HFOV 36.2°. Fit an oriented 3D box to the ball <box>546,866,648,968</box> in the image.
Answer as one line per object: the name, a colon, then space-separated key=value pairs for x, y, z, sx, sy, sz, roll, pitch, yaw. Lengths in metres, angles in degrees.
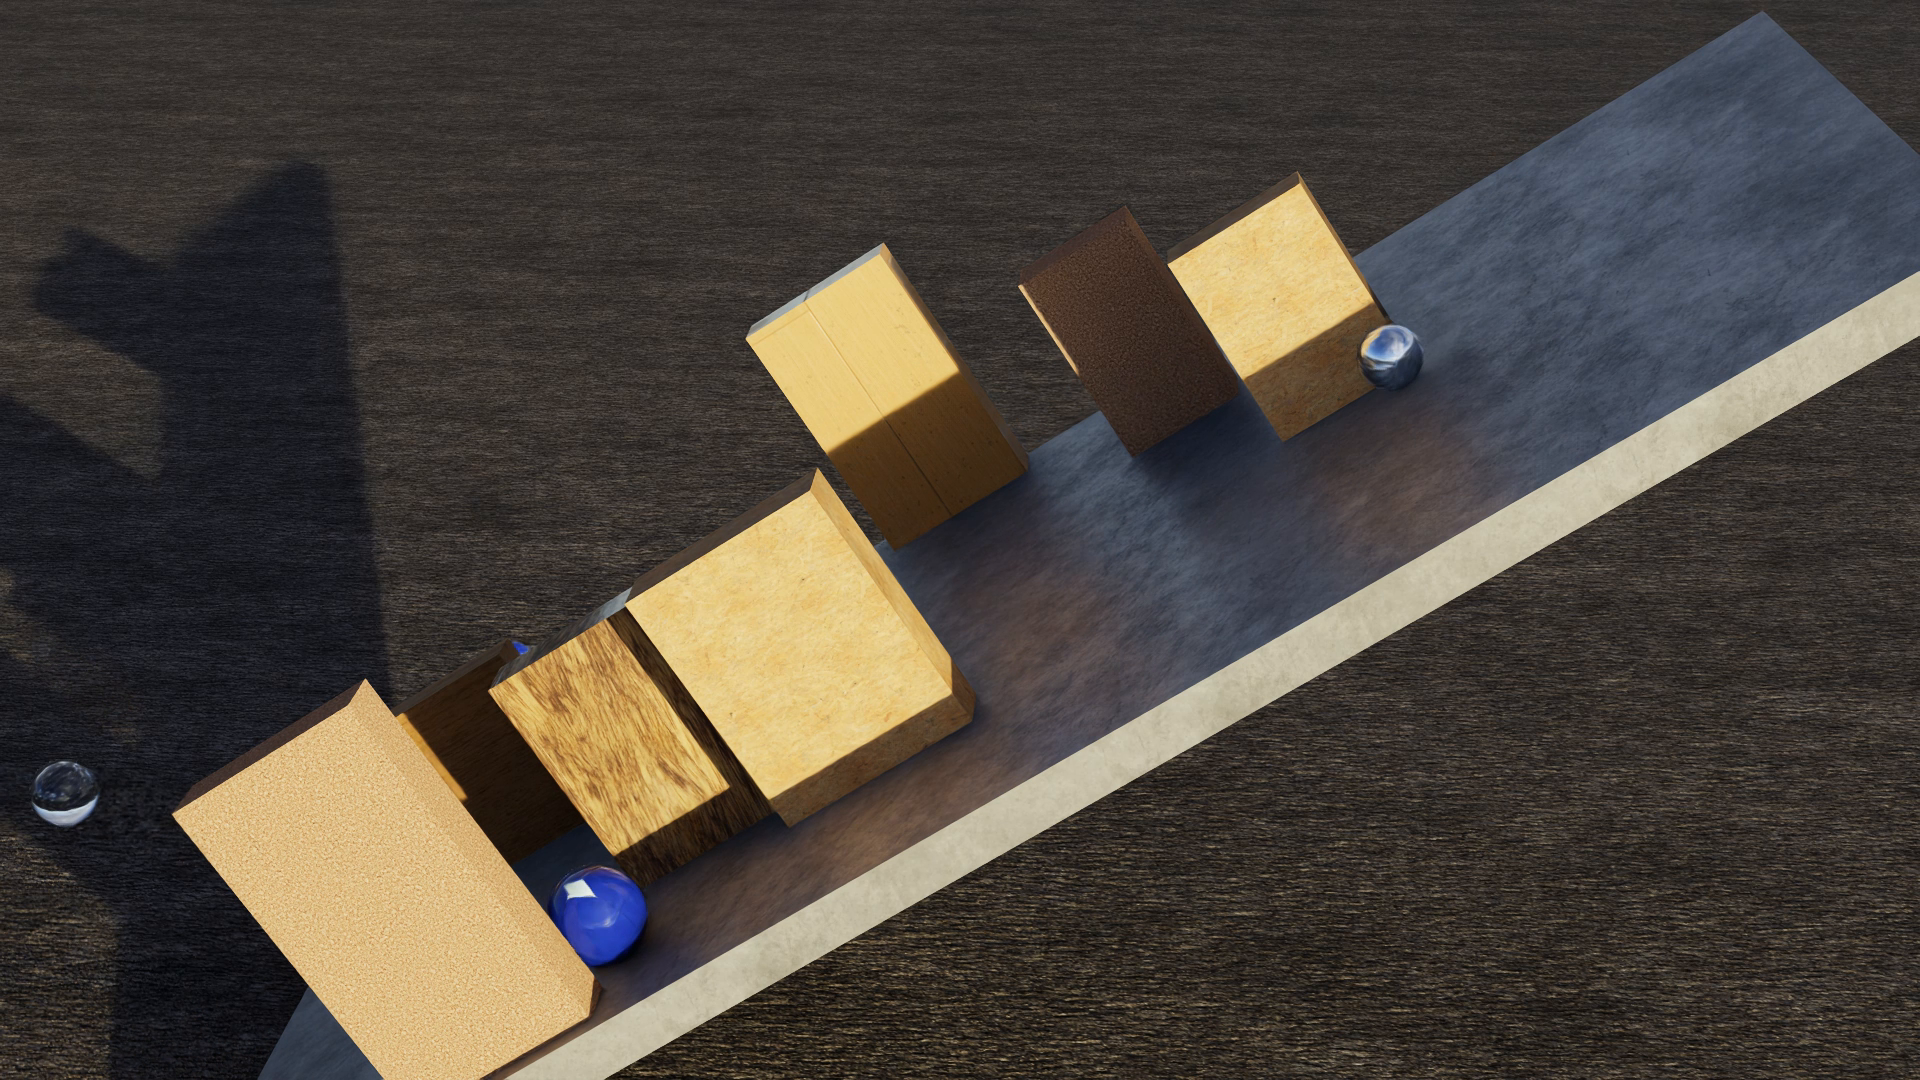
ball: x=-0.714 y=0.740 z=5.782 sx=0.199 sy=0.199 sz=0.199 roll=0 pitch=20 yaw=0

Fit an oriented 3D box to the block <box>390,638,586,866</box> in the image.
block: x=-1.082 y=0.516 z=6.781 sx=0.400 sy=0.443 sz=0.097 roll=-31 pitch=15 yaw=14

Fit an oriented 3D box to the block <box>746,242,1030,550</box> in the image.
block: x=-0.171 y=-0.342 z=7.100 sx=0.386 sy=0.639 sz=0.109 roll=-31 pitch=15 yaw=14

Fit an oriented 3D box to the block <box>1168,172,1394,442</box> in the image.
block: x=0.682 y=-0.480 z=6.075 sx=0.314 sy=0.452 sz=0.111 roll=-31 pitch=15 yaw=14

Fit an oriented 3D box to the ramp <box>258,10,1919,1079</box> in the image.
ramp: x=0.139 y=0.171 z=6.296 sx=4.000 sy=0.100 sz=2.000 roll=-31 pitch=15 yaw=14

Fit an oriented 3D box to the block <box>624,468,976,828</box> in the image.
block: x=-0.311 y=0.217 z=5.821 sx=0.441 sy=0.567 sz=0.136 roll=-31 pitch=15 yaw=14

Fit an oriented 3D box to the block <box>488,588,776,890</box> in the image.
block: x=-0.634 y=0.392 z=6.042 sx=0.419 sy=0.531 sz=0.121 roll=-31 pitch=15 yaw=14

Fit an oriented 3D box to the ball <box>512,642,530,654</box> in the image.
ball: x=-1.350 y=0.363 z=8.901 sx=0.113 sy=0.113 sz=0.113 roll=0 pitch=20 yaw=0

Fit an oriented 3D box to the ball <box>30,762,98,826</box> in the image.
ball: x=-2.417 y=0.686 z=7.941 sx=0.177 sy=0.177 sz=0.177 roll=0 pitch=20 yaw=0

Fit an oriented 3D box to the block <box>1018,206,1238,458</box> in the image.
block: x=0.381 y=-0.469 z=6.632 sx=0.280 sy=0.476 sz=0.141 roll=-31 pitch=15 yaw=14

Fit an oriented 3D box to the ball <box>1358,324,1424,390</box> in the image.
ball: x=0.872 y=-0.371 z=5.956 sx=0.131 sy=0.131 sz=0.131 roll=0 pitch=20 yaw=0

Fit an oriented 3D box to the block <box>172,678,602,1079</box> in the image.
block: x=-1.087 y=0.693 z=5.622 sx=0.423 sy=0.768 sz=0.126 roll=-31 pitch=15 yaw=14
